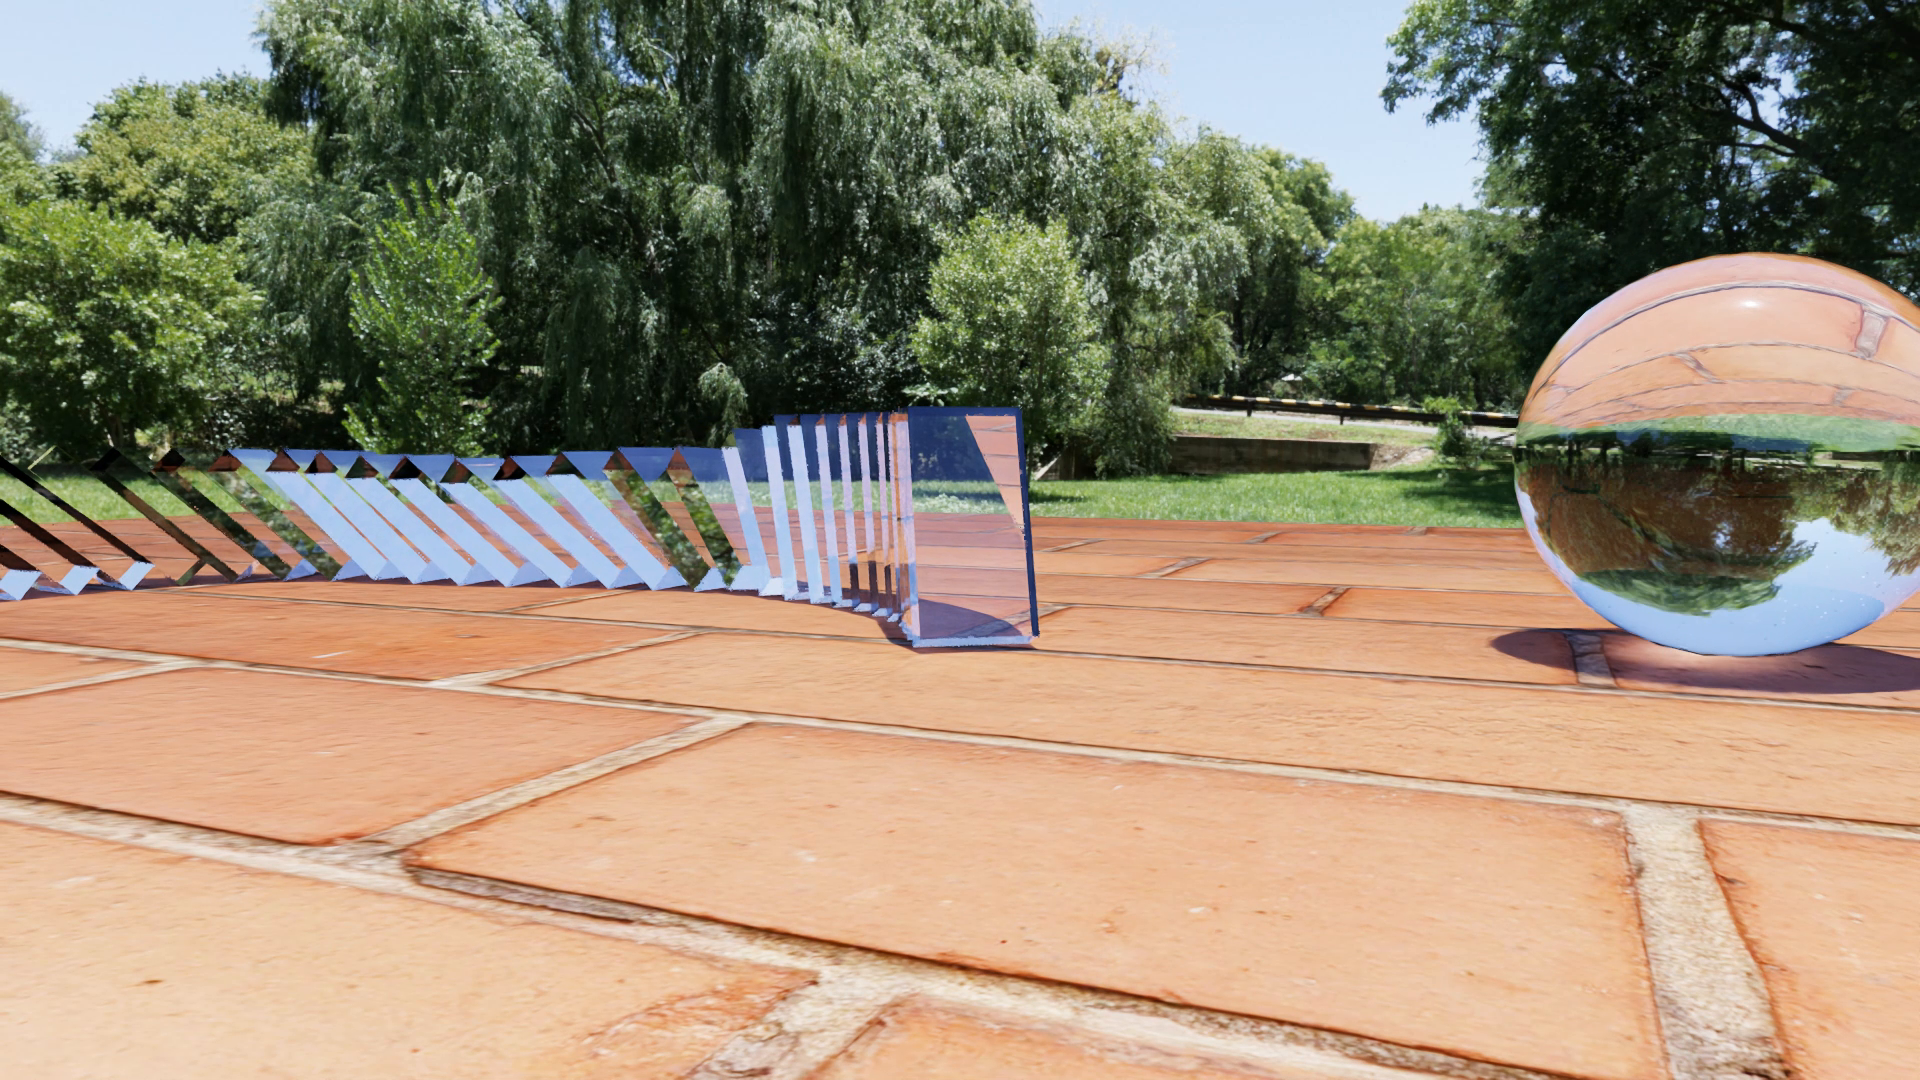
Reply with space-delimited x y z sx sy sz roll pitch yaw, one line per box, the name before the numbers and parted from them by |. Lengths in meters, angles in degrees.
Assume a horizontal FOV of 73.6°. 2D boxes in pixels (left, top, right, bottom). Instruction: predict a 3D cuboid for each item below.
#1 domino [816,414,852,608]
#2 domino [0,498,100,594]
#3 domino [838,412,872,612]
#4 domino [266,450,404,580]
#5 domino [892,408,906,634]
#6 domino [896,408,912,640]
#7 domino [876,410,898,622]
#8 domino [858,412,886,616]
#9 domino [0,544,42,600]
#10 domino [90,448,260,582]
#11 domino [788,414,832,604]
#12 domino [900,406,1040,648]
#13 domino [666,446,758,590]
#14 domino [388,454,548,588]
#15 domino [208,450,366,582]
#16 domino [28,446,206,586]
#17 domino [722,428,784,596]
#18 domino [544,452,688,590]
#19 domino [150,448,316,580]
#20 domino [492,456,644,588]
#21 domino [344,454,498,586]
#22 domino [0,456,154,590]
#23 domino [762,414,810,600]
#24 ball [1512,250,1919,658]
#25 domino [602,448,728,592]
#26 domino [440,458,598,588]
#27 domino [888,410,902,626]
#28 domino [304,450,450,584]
domino | -0.023 -0.008 0.340 0.025 0.050 0.009 -2 -14 -21
domino | -0.268 -0.004 0.354 0.025 0.010 0.050 3 -37 33
domino | -0.016 -0.008 0.331 0.025 0.050 0.009 -1 -14 -17
domino | -0.193 -0.009 0.409 0.050 0.009 0.025 43 10 7
domino | -0.001 -0.005 0.293 0.025 0.050 0.010 -1 -14 -11
domino | 0.000 -0.004 0.283 0.025 0.050 0.010 -1 -14 -11
domino | -0.006 -0.006 0.312 0.025 0.050 0.010 -1 -14 -12
domino | -0.011 -0.007 0.322 0.025 0.050 0.009 -1 -14 -16
domino | -0.274 -0.003 0.338 0.025 0.009 0.050 2 -35 25
domino | -0.240 -0.008 0.396 0.050 0.010 0.025 44 -11 -16
domino | -0.031 -0.009 0.349 0.025 0.050 0.010 -2 -13 -29
domino | 0.002 -0.003 0.273 0.025 0.050 0.009 -1 -14 -11
domino | -0.066 -0.007 0.382 0.025 0.010 0.050 1 45 -43
domino | -0.148 -0.007 0.395 0.050 0.009 0.025 40 11 6
domino | -0.209 -0.008 0.407 0.050 0.010 0.025 42 3 -2
domino | -0.251 -0.007 0.383 0.025 0.010 0.050 6 -38 53
domino | -0.050 -0.009 0.370 0.025 0.050 0.009 -1 -31 -33
domino | -0.099 -0.007 0.388 0.050 0.009 0.025 44 17 12
domino | -0.225 -0.008 0.404 0.050 0.009 0.025 42 -2 -7
domino | -0.115 -0.006 0.391 0.050 0.009 0.025 41 14 10
domino | -0.163 -0.007 0.398 0.050 0.010 0.025 41 11 7
domino | -0.260 -0.005 0.368 0.025 0.009 0.050 4 -36 40
domino | -0.039 -0.009 0.356 0.025 0.050 0.009 -3 -13 -30
ball | 0.154 -0.017 0.256 0.080 0.080 0.080 0 4 0
domino | -0.083 -0.007 0.385 0.050 0.010 0.025 49 25 19
domino | -0.132 -0.006 0.394 0.050 0.009 0.025 39 11 7
domino | -0.003 -0.005 0.303 0.025 0.050 0.009 -1 -14 -11
domino | -0.179 -0.008 0.404 0.050 0.009 0.025 43 11 7
